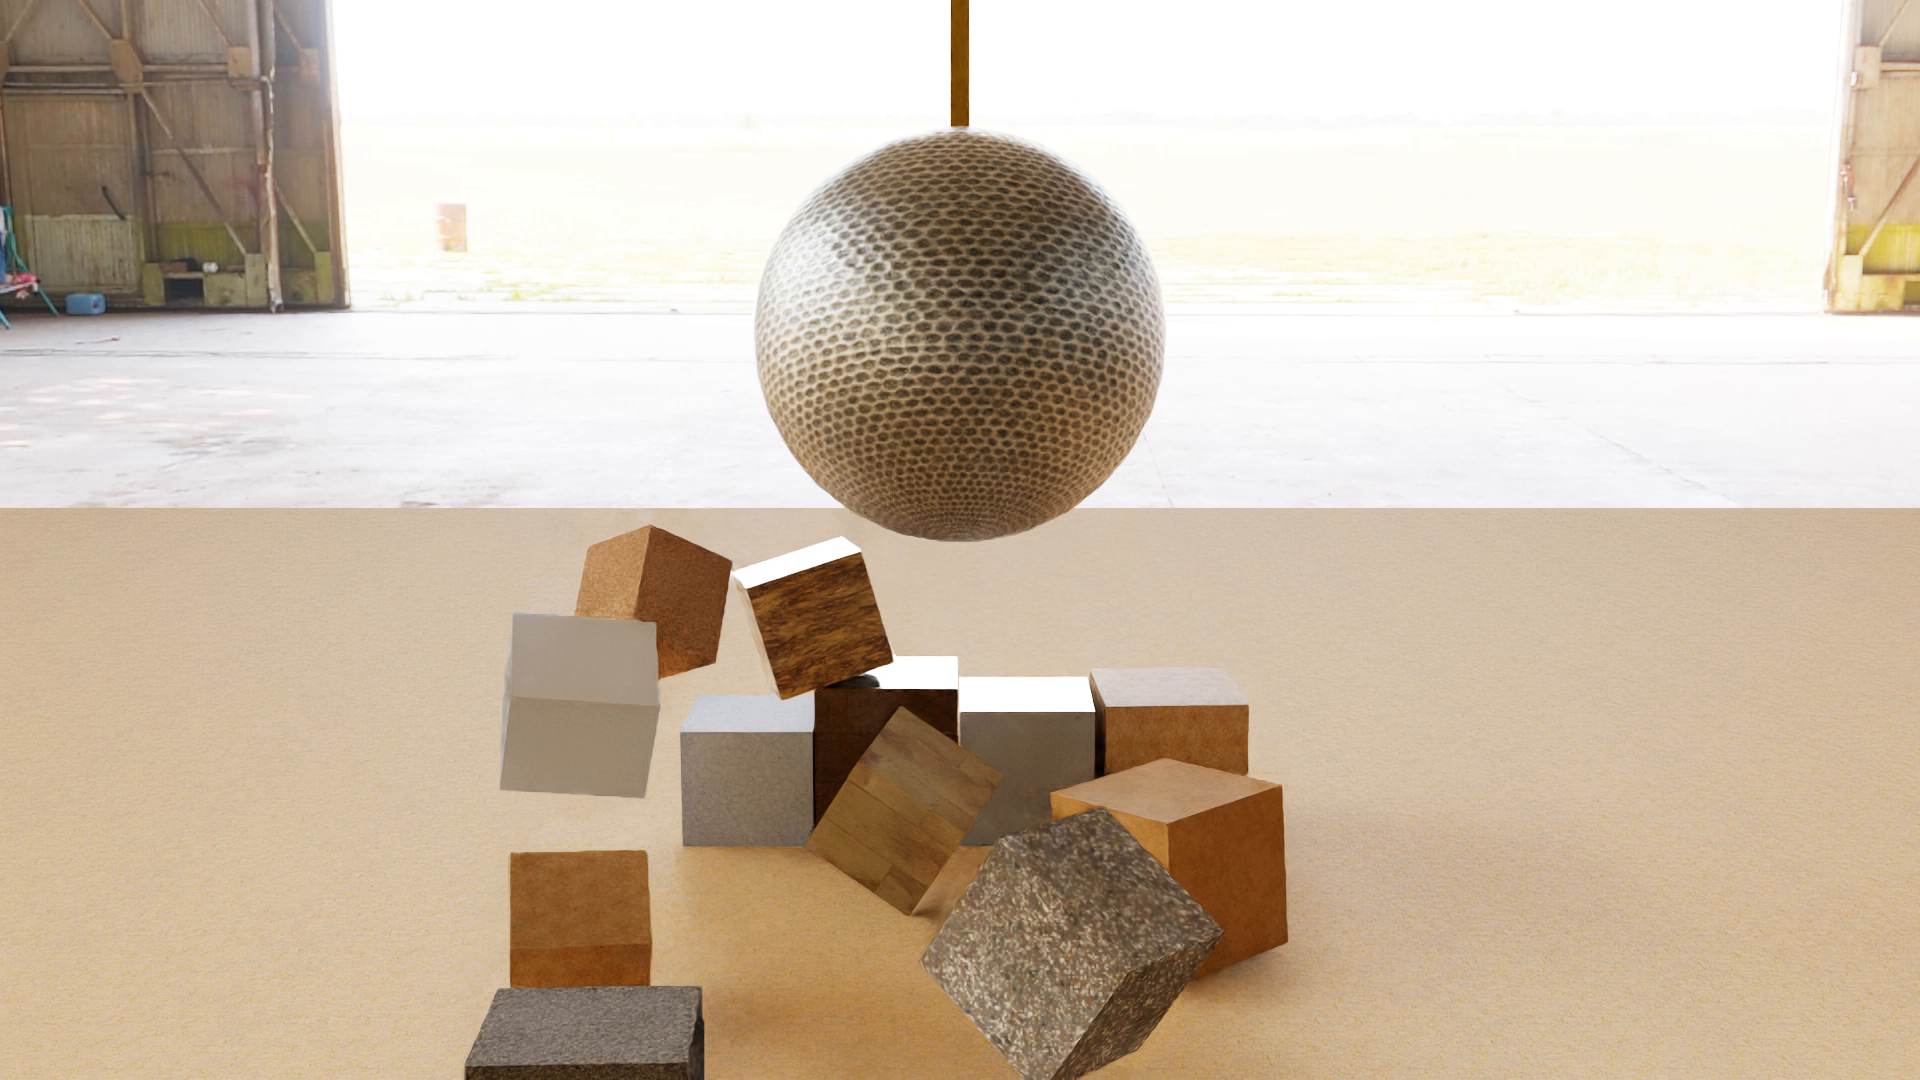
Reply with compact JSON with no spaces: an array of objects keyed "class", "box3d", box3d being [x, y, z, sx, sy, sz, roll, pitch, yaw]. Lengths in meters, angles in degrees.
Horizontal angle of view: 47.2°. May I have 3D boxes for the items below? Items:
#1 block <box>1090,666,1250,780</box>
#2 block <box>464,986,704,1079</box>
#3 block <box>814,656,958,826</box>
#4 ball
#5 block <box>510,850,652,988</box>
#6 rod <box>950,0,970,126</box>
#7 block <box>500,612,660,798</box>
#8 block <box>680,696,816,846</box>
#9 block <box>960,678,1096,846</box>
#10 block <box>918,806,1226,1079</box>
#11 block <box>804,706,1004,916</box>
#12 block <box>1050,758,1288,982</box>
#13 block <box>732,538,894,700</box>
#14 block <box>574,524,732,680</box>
[{"class":"block","box3d":[1.062,1.114,11.365,0.713,0.741,0.796,0,10,-3]},{"class":"block","box3d":[-1.218,1.906,7.270,0.696,0.649,0.644,0,10,-2]},{"class":"block","box3d":[-0.370,1.078,11.361,0.713,0.813,0.685,0,10,0]},{"class":"ball","box3d":[0.000,-0.789,8.529,1.600,1.600,1.600,0,10,0]},{"class":"block","box3d":[-1.531,1.600,8.840,0.544,0.492,0.489,0,40,-11]},{"class":"rod","box3d":[0.000,-4.088,9.350,0.080,5.200,0.080,0,-14,0]},{"class":"block","box3d":[-1.410,0.609,8.139,0.528,0.440,0.497,5,34,-14]},{"class":"block","box3d":[-1.067,1.184,11.394,0.661,0.594,0.744,0,10,0]},{"class":"block","box3d":[0.336,1.135,11.375,0.675,0.698,0.705,0,10,0]},{"class":"block","box3d":[0.406,1.474,7.977,0.665,0.633,0.643,44,29,26]},{"class":"block","box3d":[-0.256,1.249,10.170,0.579,0.574,0.541,34,31,3]},{"class":"block","box3d":[0.912,1.426,9.567,0.708,0.712,0.704,-11,12,-39]},{"class":"block","box3d":[-0.751,0.391,11.181,0.598,0.595,0.596,-18,10,-10]},{"class":"block","box3d":[-1.514,0.315,10.771,0.507,0.542,0.523,26,-30,-37]}]
